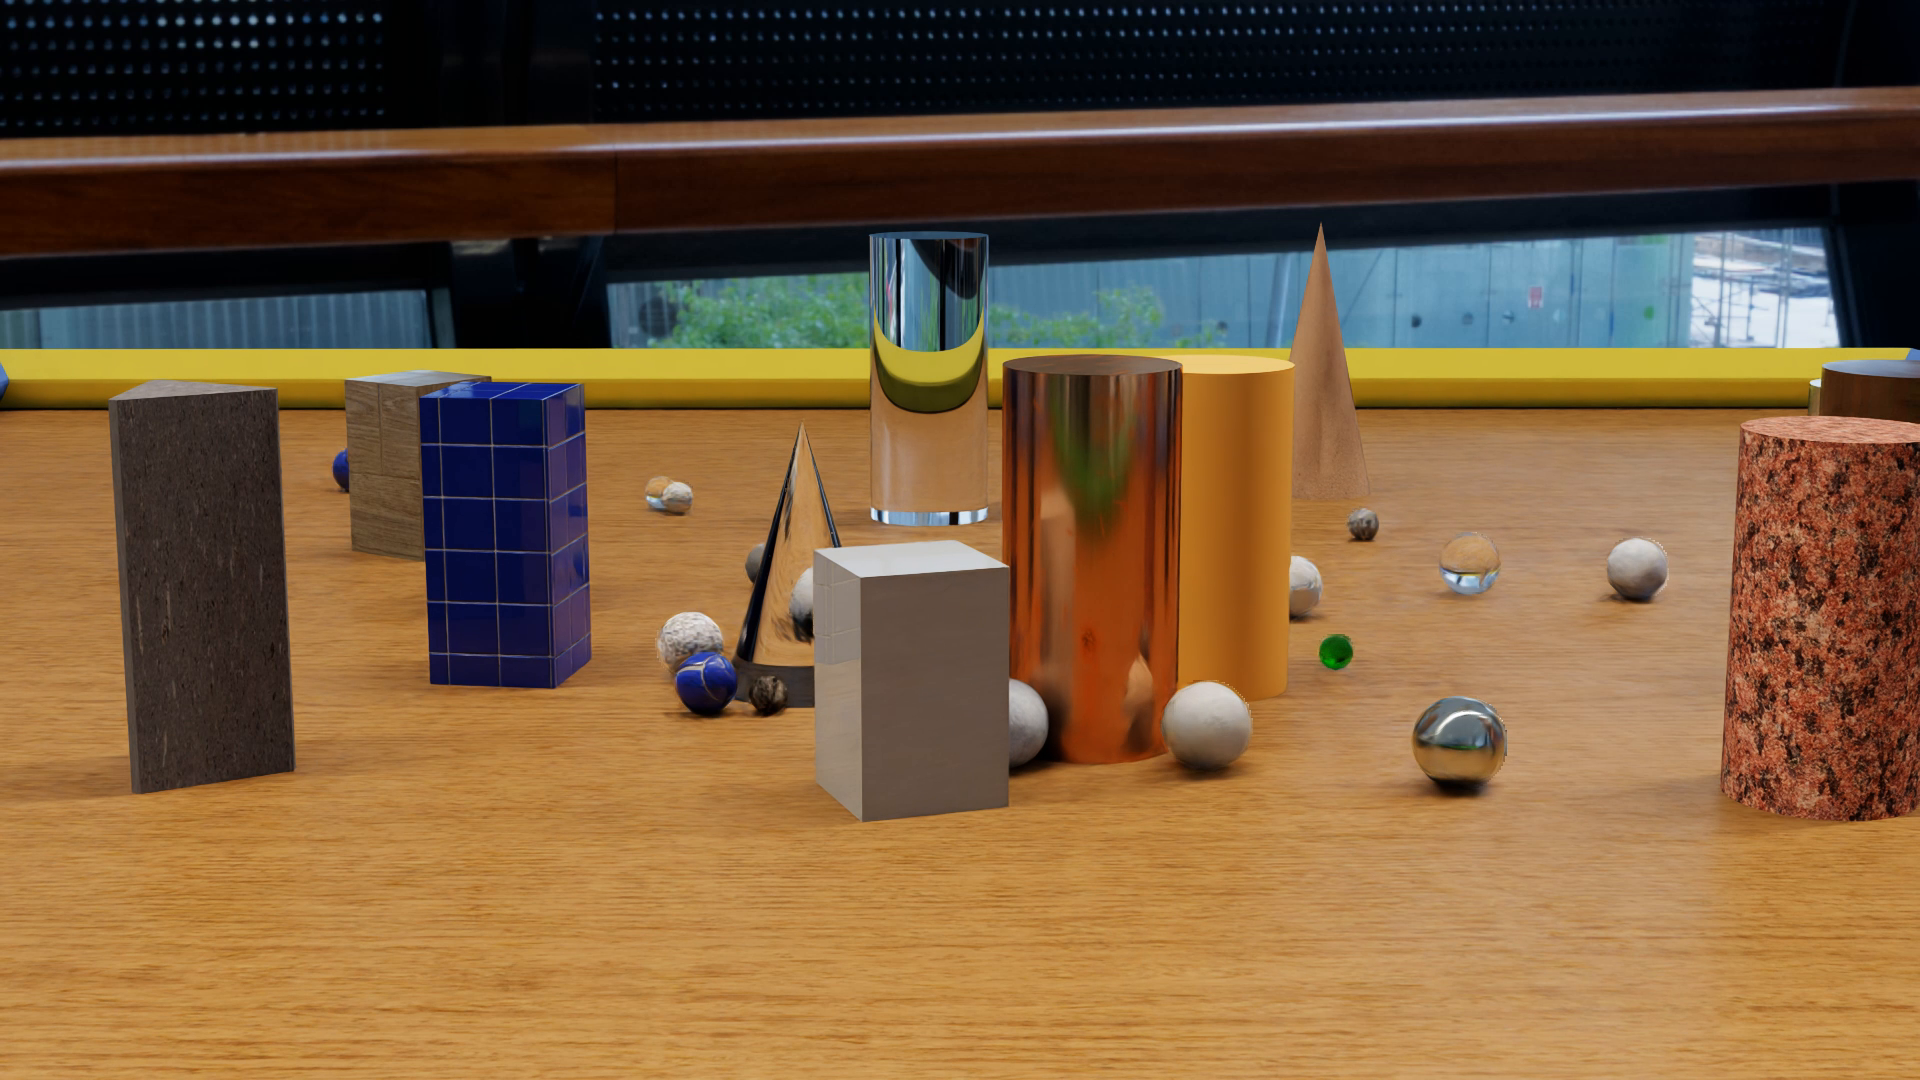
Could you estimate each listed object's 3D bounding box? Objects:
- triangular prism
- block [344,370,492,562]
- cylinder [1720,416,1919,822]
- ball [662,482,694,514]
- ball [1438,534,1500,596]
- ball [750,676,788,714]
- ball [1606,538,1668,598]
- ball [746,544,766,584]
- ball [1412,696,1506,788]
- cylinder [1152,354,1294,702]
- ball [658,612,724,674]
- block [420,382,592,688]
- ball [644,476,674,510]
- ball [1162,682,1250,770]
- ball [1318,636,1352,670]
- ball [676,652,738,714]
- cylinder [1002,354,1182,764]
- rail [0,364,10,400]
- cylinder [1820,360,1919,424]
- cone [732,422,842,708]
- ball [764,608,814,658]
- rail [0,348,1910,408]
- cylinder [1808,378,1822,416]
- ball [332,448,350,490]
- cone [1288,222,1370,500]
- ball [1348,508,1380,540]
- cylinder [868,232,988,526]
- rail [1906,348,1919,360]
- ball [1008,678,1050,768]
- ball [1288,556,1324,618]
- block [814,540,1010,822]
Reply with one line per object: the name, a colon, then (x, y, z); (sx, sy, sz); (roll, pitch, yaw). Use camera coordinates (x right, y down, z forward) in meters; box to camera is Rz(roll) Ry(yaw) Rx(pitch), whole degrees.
triangular prism: (-0.801, 0.040, 2.656); (0.166, 0.400, 0.143); (-7, 12, -32)
block: (-0.812, -0.115, 3.872); (0.153, 0.261, 0.153); (7, 13, 34)
cylinder: (0.867, 0.074, 2.556); (0.191, 0.371, 0.191); (0, 11, 0)
ball: (-0.461, -0.068, 4.191); (0.051, 0.051, 0.051); (0, 11, 0)
ball: (0.705, 0.034, 3.550); (0.084, 0.084, 0.084); (0, 11, 0)
ball: (-0.217, 0.175, 2.908); (0.043, 0.043, 0.043); (0, 11, 0)
ball: (0.931, 0.039, 3.529); (0.083, 0.083, 0.083); (0, 11, 0)
ball: (-0.268, 0.037, 3.592); (0.064, 0.064, 0.064); (0, 11, 0)
ball: (0.506, 0.205, 2.606); (0.094, 0.094, 0.094); (0, 11, 0)
cylinder: (0.292, -0.017, 3.011); (0.191, 0.382, 0.191); (0, 11, 0)
ball: (-0.321, 0.124, 3.058); (0.078, 0.078, 0.078); (0, 11, 0)
block: (-0.542, -0.009, 3.078); (0.153, 0.343, 0.153); (2, 11, 8)
ball: (-0.494, -0.078, 4.232); (0.055, 0.055, 0.055); (0, 11, 0)
ball: (0.256, 0.194, 2.672); (0.093, 0.093, 0.093); (0, 11, 0)
ball: (0.457, 0.137, 3.119); (0.041, 0.041, 0.041); (0, 11, 0)
ball: (-0.287, 0.161, 2.907); (0.070, 0.070, 0.070); (0, 11, 0)
cylinder: (0.140, 0.016, 2.755); (0.191, 0.411, 0.191); (0, 11, 0)
rail: (-2.023, 0.034, 3.438); (0.045, 0.124, 4.141); (0, 11, 0)
cylinder: (1.126, -0.023, 3.086); (0.191, 0.368, 0.191); (0, 11, 0)
cone: (-0.183, 0.017, 2.999); (0.191, 0.320, 0.191); (0, 11, 0)
ball: (-0.210, 0.115, 3.176); (0.062, 0.062, 0.062); (0, 11, 0)
rail: (-0.012, -0.343, 5.462); (4.093, 0.124, 0.045); (0, 11, 0)
cylinder: (1.273, -0.072, 3.566); (0.191, 0.288, 0.191); (0, 11, 0)
ball: (-1.043, -0.122, 4.416); (0.074, 0.074, 0.074); (0, 11, 0)
cone: (0.611, -0.312, 4.383); (0.191, 0.461, 0.191); (0, 11, 0)
ball: (0.624, -0.024, 3.965); (0.048, 0.048, 0.048); (0, 11, 0)
cylinder: (-0.050, -0.263, 4.137); (0.191, 0.455, 0.191); (0, 11, 0)
rail: (2.023, 0.030, 3.461); (0.045, 0.124, 4.141); (0, 11, 0)
ball: (0.046, 0.191, 2.678); (0.096, 0.096, 0.096); (0, 11, 0)
ball: (0.439, 0.062, 3.402); (0.084, 0.084, 0.084); (0, 11, 0)
block: (-0.050, 0.137, 2.566); (0.153, 0.243, 0.153); (-4, 11, -20)
